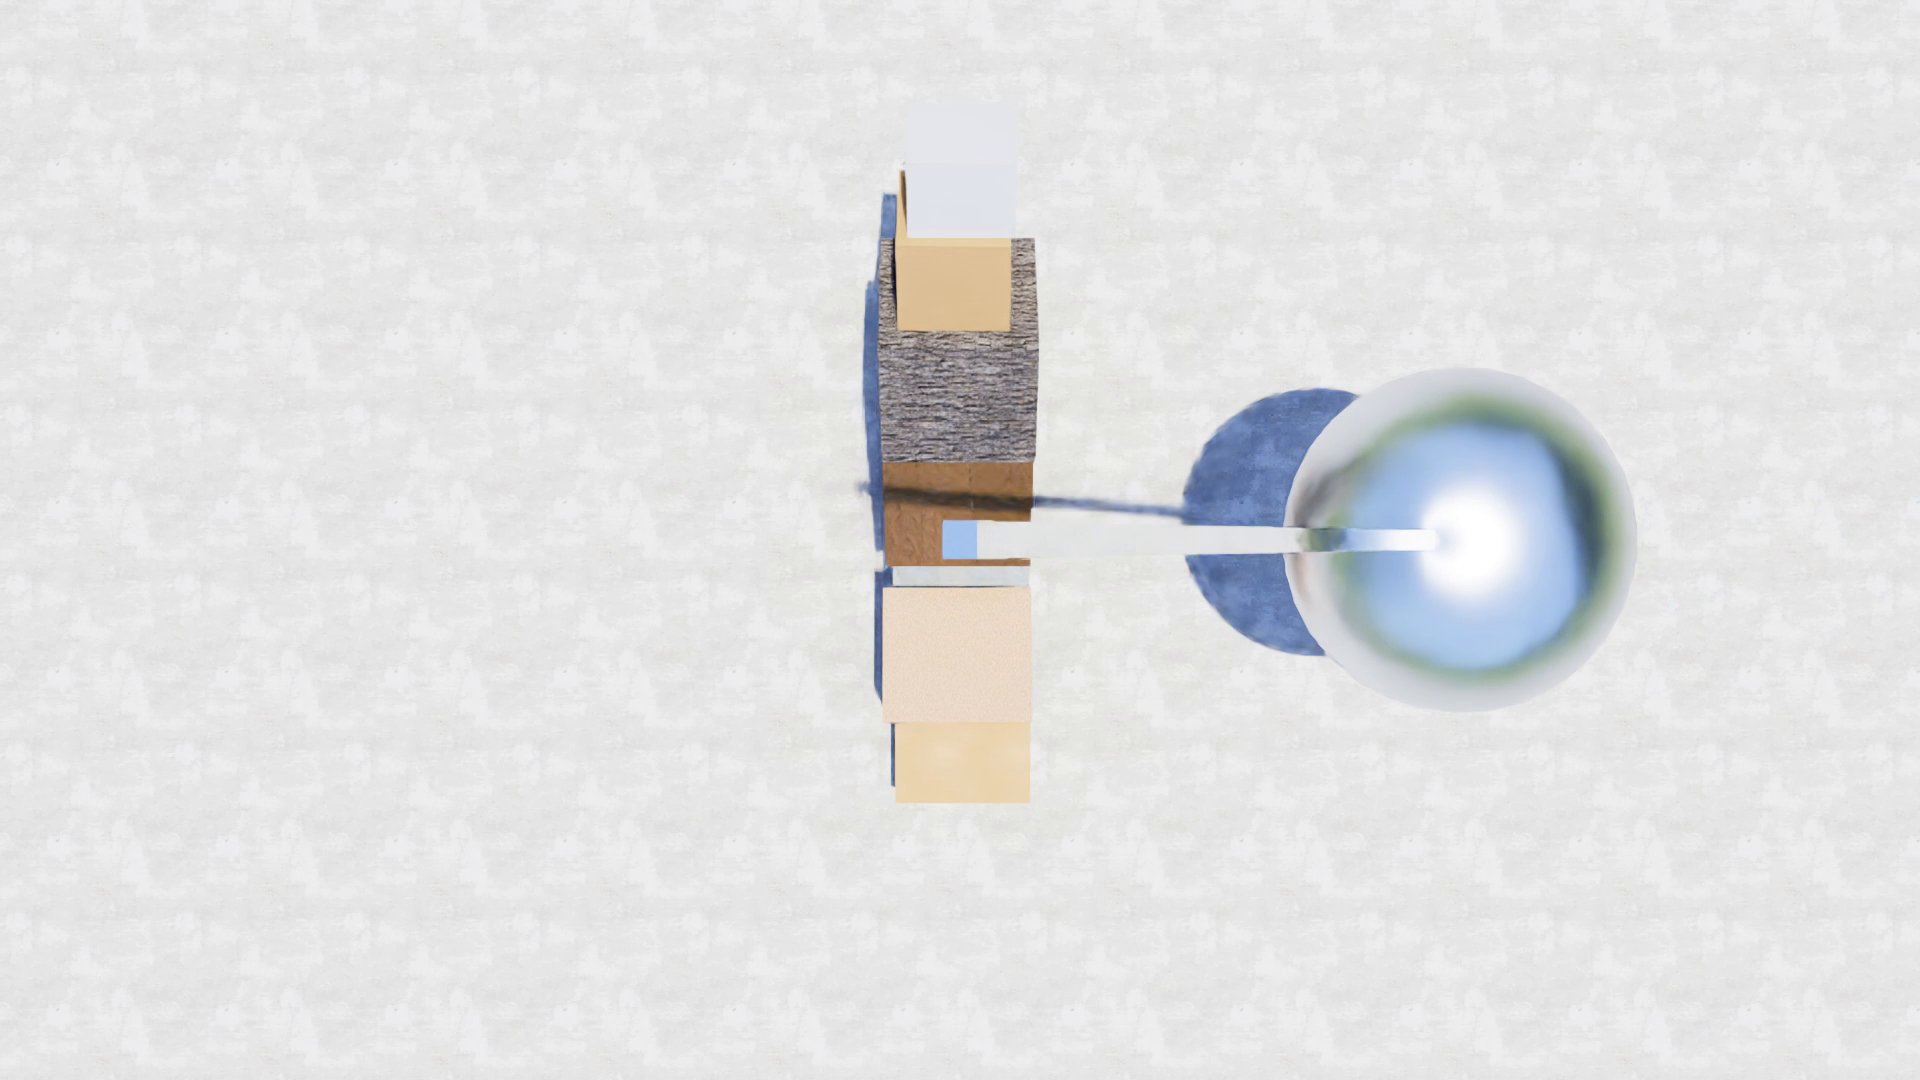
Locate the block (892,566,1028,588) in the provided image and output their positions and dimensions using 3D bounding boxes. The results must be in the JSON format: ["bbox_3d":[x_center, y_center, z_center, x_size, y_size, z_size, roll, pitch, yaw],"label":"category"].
[{"bbox_3d":[0.004,-0.086,11.918,0.720,0.594,0.686,0,90,0],"label":"block"}]

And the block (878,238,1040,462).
[{"bbox_3d":[-0.008,-0.907,10.535,0.736,0.747,0.767,0,48,0],"label":"block"}]

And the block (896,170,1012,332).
[{"bbox_3d":[-0.025,-1.325,10.071,0.512,0.503,0.534,0,48,0],"label":"block"}]

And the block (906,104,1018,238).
[{"bbox_3d":[0.008,-1.632,9.731,0.478,0.412,0.420,0,48,0],"label":"block"}]

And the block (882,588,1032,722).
[{"bbox_3d":[-0.013,0.626,11.886,0.777,0.879,0.703,0,86,0],"label":"block"}]

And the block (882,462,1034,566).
[{"bbox_3d":[-0.010,-0.390,11.094,0.728,0.775,0.716,0,48,0],"label":"block"}]

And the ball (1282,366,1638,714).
[{"bbox_3d":[2.295,0.000,10.146,1.600,1.600,1.600,0,90,0],"label":"ball"}]

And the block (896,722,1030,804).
[{"bbox_3d":[0.015,1.102,12.660,0.755,0.680,0.748,0,90,0],"label":"block"}]

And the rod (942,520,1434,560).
[{"bbox_3d":[0.994,0.000,7.005,0.080,5.200,0.080,0,90,22],"label":"rod"}]
